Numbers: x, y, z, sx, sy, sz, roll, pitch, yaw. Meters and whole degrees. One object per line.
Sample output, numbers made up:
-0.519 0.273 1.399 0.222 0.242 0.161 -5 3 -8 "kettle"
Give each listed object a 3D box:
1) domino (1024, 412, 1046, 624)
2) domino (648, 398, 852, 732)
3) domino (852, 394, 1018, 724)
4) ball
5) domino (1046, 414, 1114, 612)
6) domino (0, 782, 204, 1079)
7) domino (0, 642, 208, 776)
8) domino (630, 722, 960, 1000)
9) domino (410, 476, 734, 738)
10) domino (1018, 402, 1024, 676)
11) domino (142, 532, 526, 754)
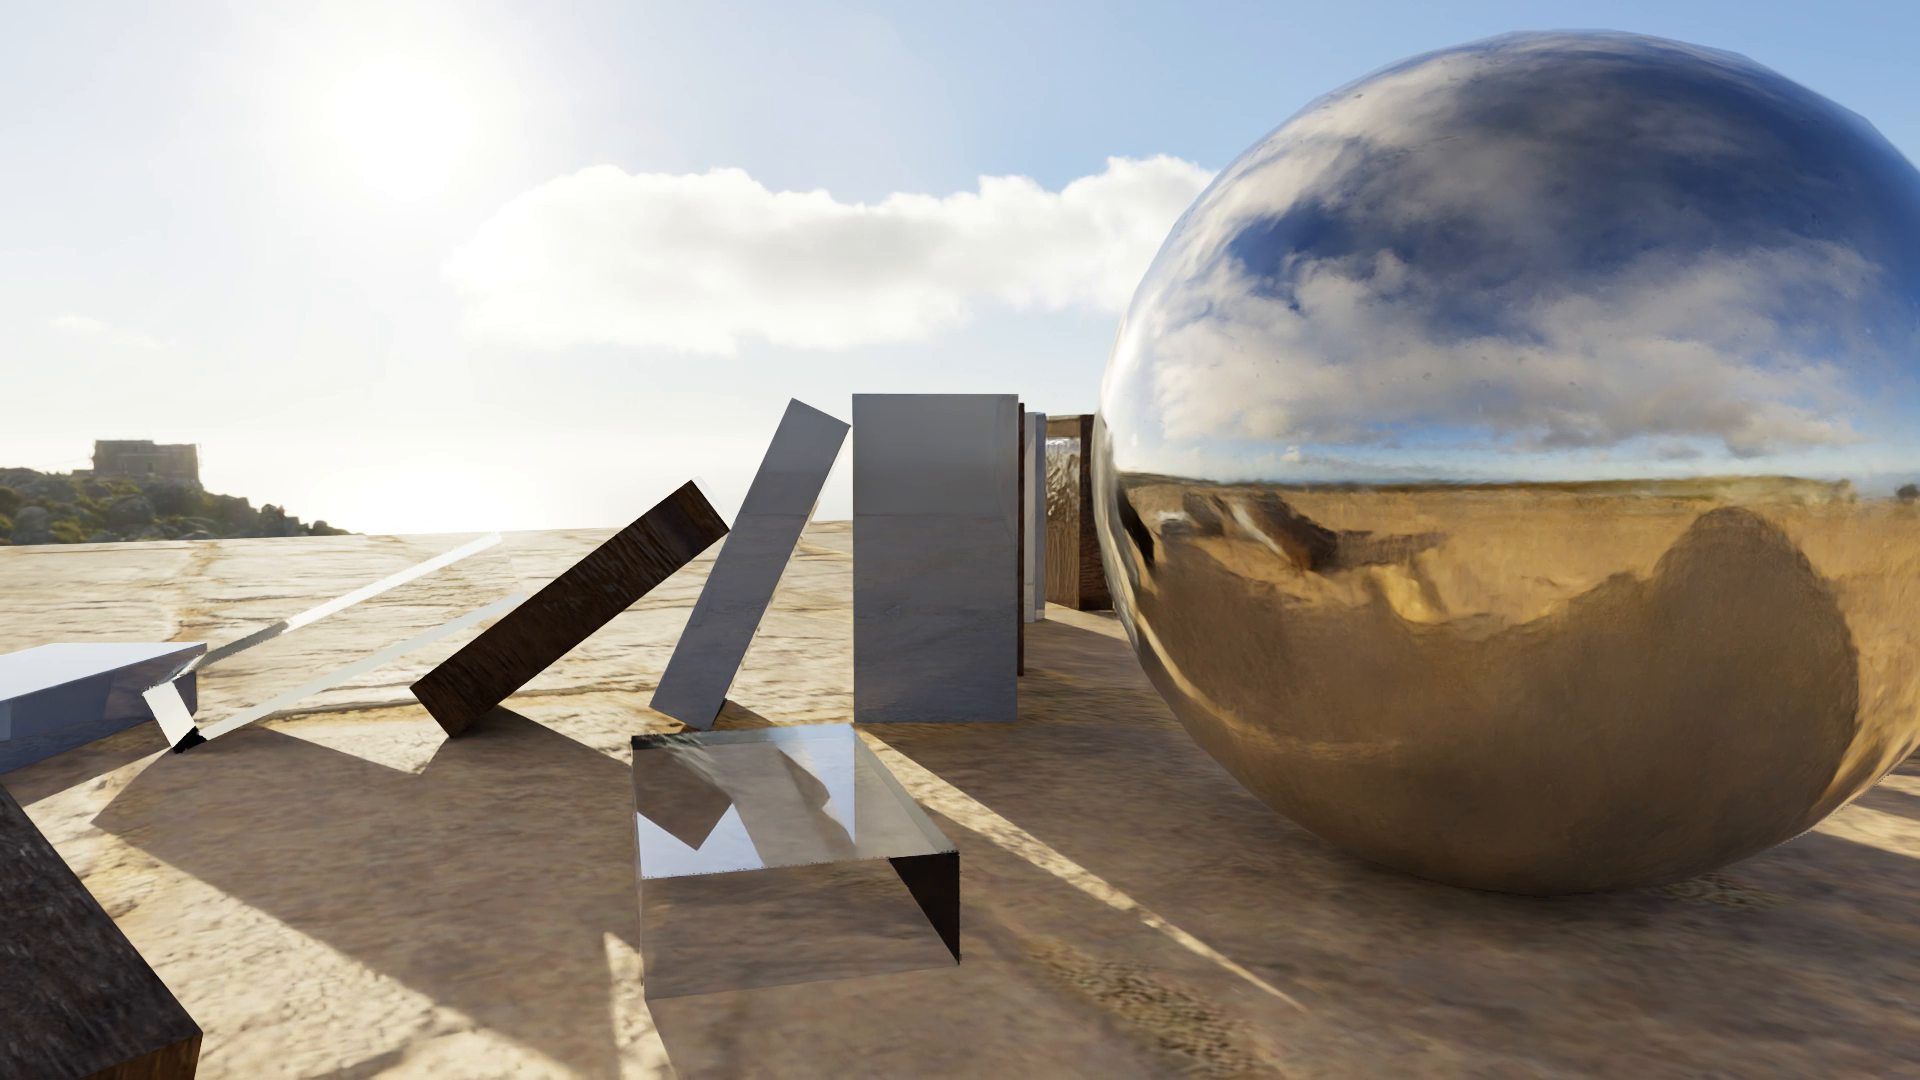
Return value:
0.007 -0.006 0.311 0.025 0.050 0.009 1 5 19 "domino"
-0.032 0.003 0.200 0.010 0.050 0.025 25 2 -5 "domino"
-0.004 0.003 0.199 0.025 0.050 0.009 0 4 -3 "domino"
0.053 -0.007 0.125 0.080 0.080 0.080 0 4 0 "ball"
0.031 -0.008 0.338 0.009 0.050 0.025 -1 5 -18 "domino"
-0.071 0.023 0.076 0.050 0.010 0.025 29 19 28 "domino"
-0.137 0.024 0.189 0.025 0.009 0.050 0 4 -2 "domino"
-0.019 0.028 0.125 0.025 0.010 0.050 -1 4 -15 "domino"
-0.058 0.009 0.199 0.050 0.010 0.025 -37 9 -4 "domino"
-0.001 0.000 0.238 0.025 0.050 0.010 0 4 -1 "domino"
-0.092 0.014 0.194 0.050 0.010 0.025 -25 12 -17 "domino"
